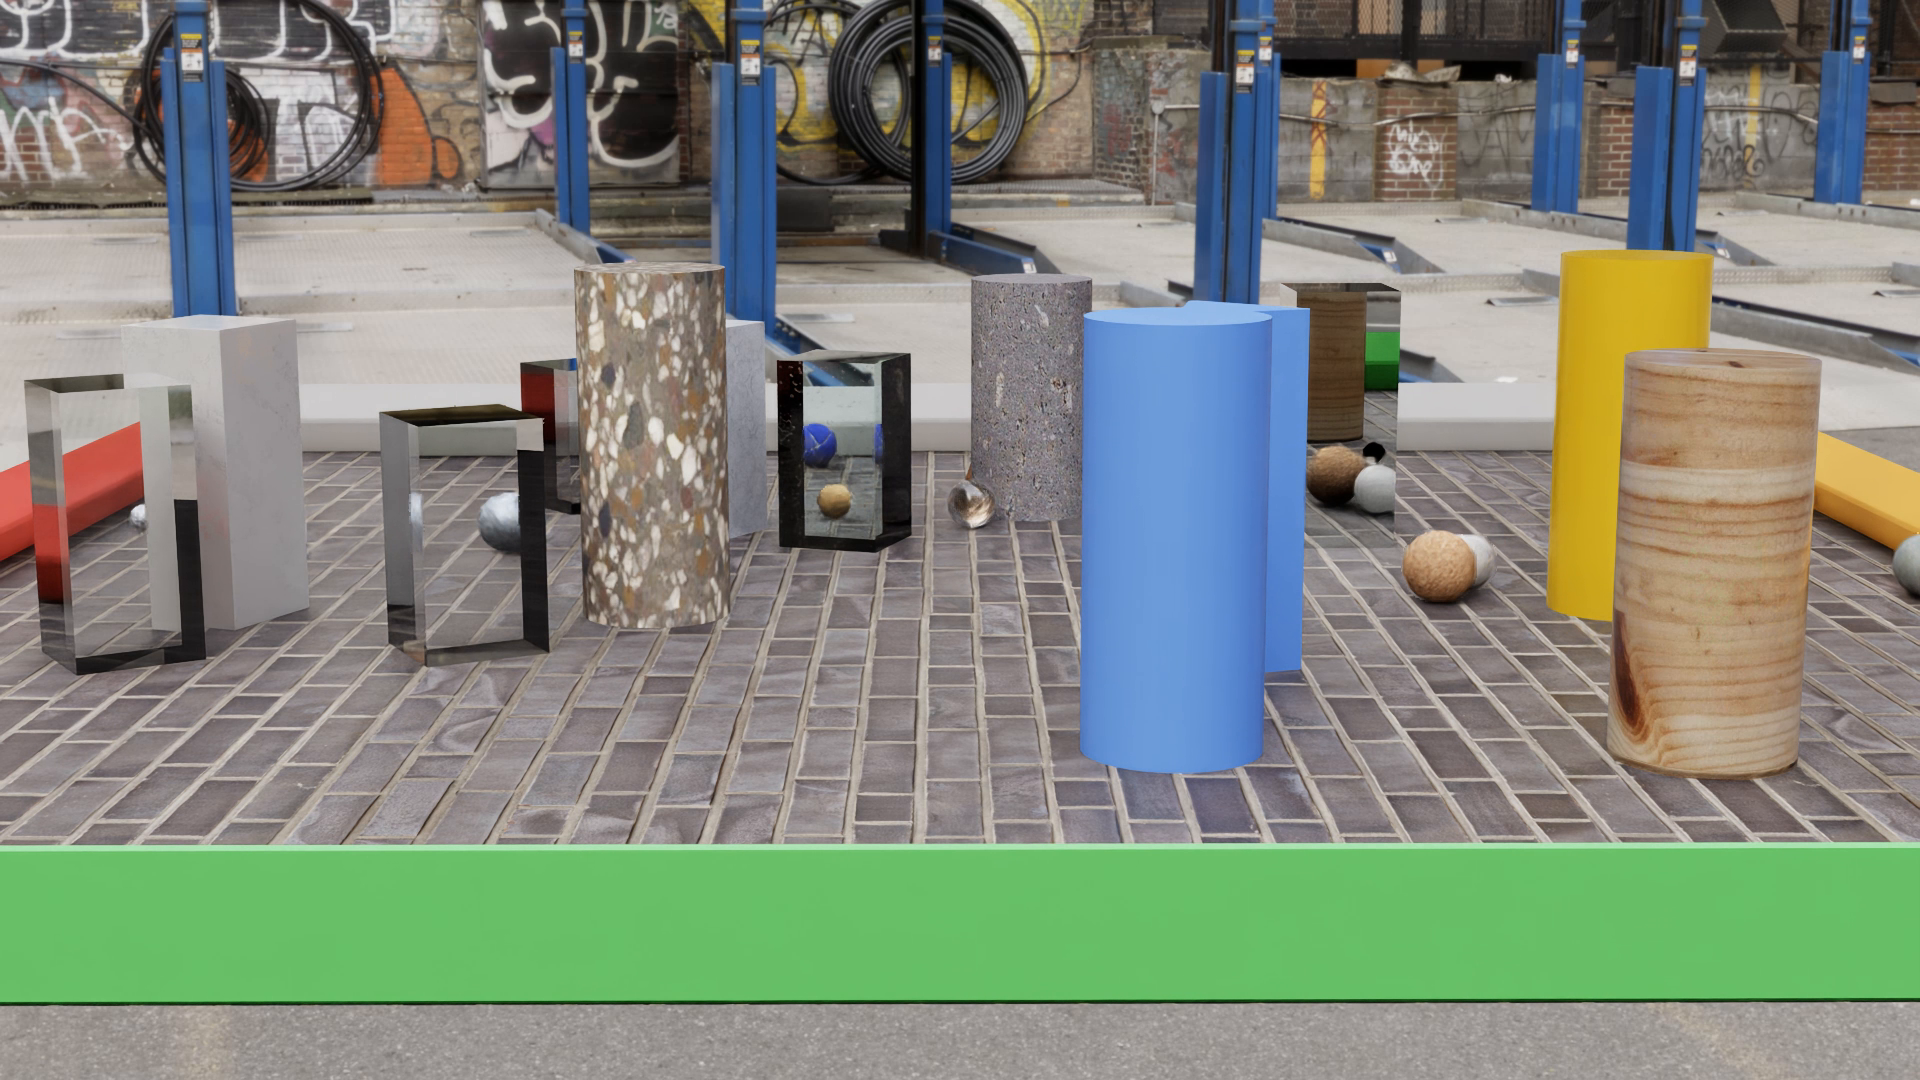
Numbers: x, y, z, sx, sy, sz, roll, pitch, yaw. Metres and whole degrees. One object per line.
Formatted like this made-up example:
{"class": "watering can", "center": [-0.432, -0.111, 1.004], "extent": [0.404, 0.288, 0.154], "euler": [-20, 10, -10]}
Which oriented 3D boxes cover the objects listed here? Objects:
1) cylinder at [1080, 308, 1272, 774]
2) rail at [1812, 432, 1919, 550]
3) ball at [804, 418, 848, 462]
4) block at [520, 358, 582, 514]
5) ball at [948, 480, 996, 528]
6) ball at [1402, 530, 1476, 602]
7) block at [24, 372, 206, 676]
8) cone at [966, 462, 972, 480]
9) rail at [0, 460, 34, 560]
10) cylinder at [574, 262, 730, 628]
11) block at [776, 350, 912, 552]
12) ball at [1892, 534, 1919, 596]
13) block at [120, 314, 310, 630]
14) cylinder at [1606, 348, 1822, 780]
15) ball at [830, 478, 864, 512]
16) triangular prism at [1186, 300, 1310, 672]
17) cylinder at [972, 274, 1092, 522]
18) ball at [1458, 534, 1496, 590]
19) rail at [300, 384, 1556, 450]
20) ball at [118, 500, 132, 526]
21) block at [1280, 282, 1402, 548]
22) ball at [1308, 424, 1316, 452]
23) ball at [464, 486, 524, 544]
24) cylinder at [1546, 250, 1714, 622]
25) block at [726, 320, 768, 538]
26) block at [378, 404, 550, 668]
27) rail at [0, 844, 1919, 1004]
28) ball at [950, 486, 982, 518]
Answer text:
{"class": "cylinder", "center": [0.228, -0.005, 2.727], "extent": [0.197, 0.467, 0.197], "euler": [0, 10, 0]}
{"class": "rail", "center": [1.403, 0.031, 3.457], "extent": [0.045, 0.128, 2.940], "euler": [0, 10, 0]}
{"class": "ball", "center": [-0.248, -0.184, 4.756], "extent": [0.081, 0.081, 0.081], "euler": [0, 10, 0]}
{"class": "block", "center": [-0.624, -0.178, 4.292], "extent": [0.158, 0.237, 0.158], "euler": [-8, 13, -38]}
{"class": "ball", "center": [0.018, -0.058, 4.086], "extent": [0.077, 0.077, 0.077], "euler": [0, 10, 0]}
{"class": "ball", "center": [0.656, 0.036, 3.519], "extent": [0.099, 0.099, 0.099], "euler": [0, 10, 0]}
{"class": "block", "center": [-1.045, -0.025, 3.175], "extent": [0.158, 0.343, 0.158], "euler": [-7, 13, -33]}
{"class": "cone", "center": [0.106, -0.251, 4.497], "extent": [0.197, 0.306, 0.197], "euler": [0, 10, 0]}
{"class": "rail", "center": [-1.403, 0.034, 3.441], "extent": [0.045, 0.128, 2.940], "euler": [0, 10, 0]}
{"class": "cylinder", "center": [-0.408, -0.130, 3.416], "extent": [0.197, 0.463, 0.197], "euler": [0, 10, 0]}
{"class": "block", "center": [-0.176, -0.140, 3.951], "extent": [0.158, 0.287, 0.158], "euler": [4, 11, 19]}
{"class": "ball", "center": [1.340, 0.035, 3.558], "extent": [0.087, 0.087, 0.087], "euler": [0, 10, 0]}
{"class": "block", "center": [-0.988, -0.094, 3.412], "extent": [0.158, 0.393, 0.158], "euler": [4, 11, 22]}
{"class": "cylinder", "center": [0.792, 0.020, 2.704], "extent": [0.197, 0.426, 0.197], "euler": [0, 10, 0]}
{"class": "ball", "center": [-0.186, -0.073, 4.227], "extent": [0.056, 0.056, 0.056], "euler": [0, 10, 0]}
{"class": "triangular prism", "center": [0.312, -0.066, 3.136], "extent": [0.171, 0.440, 0.148], "euler": [-4, 11, -20]}
{"class": "cylinder", "center": [0.117, -0.237, 4.208], "extent": [0.197, 0.384, 0.197], "euler": [0, 10, 0]}
{"class": "ball", "center": [0.712, 0.030, 3.603], "extent": [0.079, 0.079, 0.079], "euler": [0, 10, 0]}
{"class": "rail", "center": [-0.008, -0.230, 4.871], "extent": [2.853, 0.128, 0.045], "euler": [0, 10, 0]}
{"class": "ball", "center": [-1.322, -0.044, 4.100], "extent": [0.044, 0.044, 0.044], "euler": [0, 10, 0]}
{"class": "block", "center": [0.580, -0.194, 3.958], "extent": [0.158, 0.391, 0.158], "euler": [0, 11, -2]}
{"class": "ball", "center": [0.640, -0.192, 4.837], "extent": [0.066, 0.066, 0.066], "euler": [0, 10, 0]}
{"class": "ball", "center": [-0.717, -0.038, 3.940], "extent": [0.090, 0.090, 0.090], "euler": [0, 10, 0]}
{"class": "cylinder", "center": [0.899, -0.144, 3.449], "extent": [0.197, 0.478, 0.197], "euler": [0, 10, 0]}
{"class": "block", "center": [-0.415, -0.175, 4.026], "extent": [0.158, 0.329, 0.158], "euler": [6, 12, 30]}
{"class": "block", "center": [-0.622, -0.009, 3.219], "extent": [0.158, 0.297, 0.158], "euler": [-6, 12, -29]}
{"class": "rail", "center": [0.008, 0.296, 2.027], "extent": [2.853, 0.128, 0.045], "euler": [0, 10, 0]}
{"class": "ball", "center": [0.009, -0.060, 4.166], "extent": [0.053, 0.053, 0.053], "euler": [0, 10, 0]}
